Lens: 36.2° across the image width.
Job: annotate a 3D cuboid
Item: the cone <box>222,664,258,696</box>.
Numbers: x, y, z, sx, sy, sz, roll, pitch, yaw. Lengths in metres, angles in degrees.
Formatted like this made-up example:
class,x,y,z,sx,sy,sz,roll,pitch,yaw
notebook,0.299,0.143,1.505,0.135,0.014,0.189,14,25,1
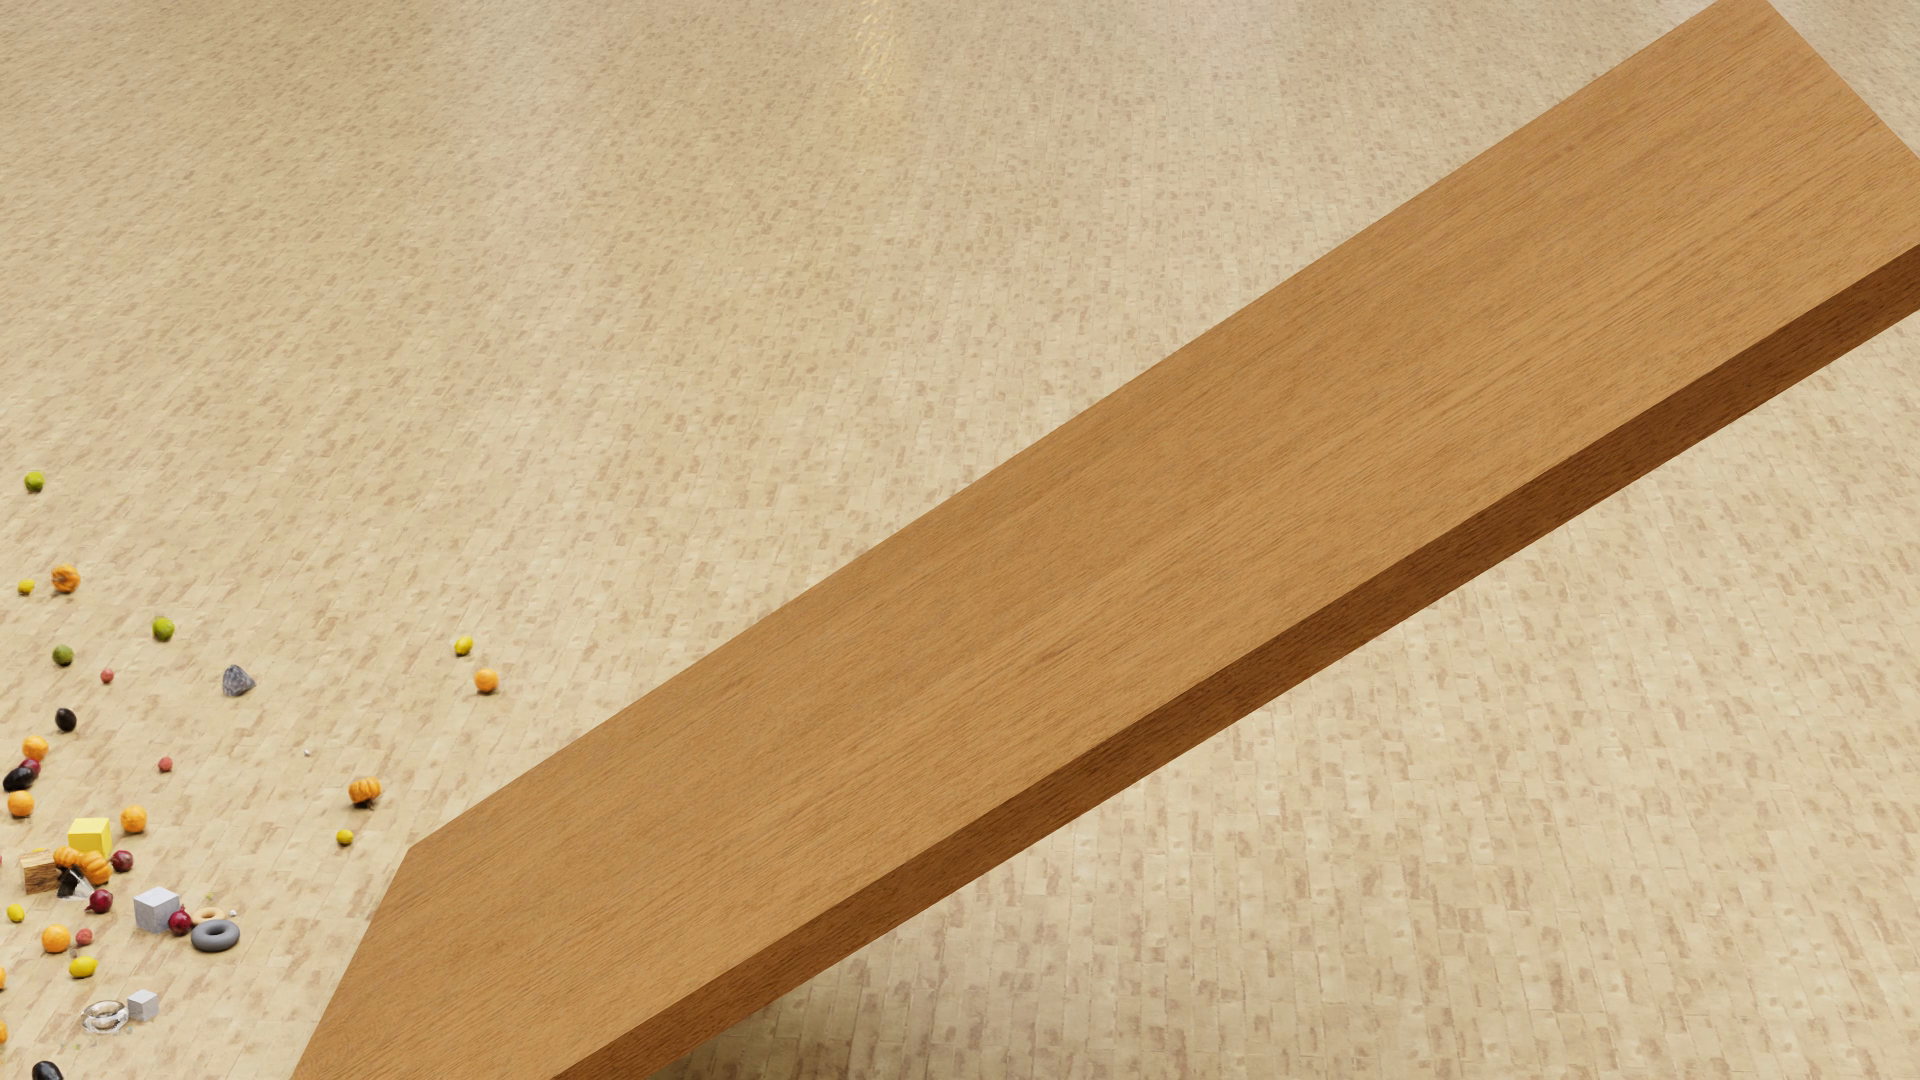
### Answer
class,x,y,z,sx,sy,sz,roll,pitch,yaw
cone,-2.157,0.431,8.876,0.097,0.097,0.097,19,2,39

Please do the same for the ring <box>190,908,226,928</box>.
class,x,y,z,sx,sy,sz,roll,pitch,yaw
ring,-1.926,0.970,7.533,0.089,0.030,0.089,0,23,0

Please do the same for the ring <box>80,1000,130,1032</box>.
class,x,y,z,sx,sy,sz,roll,pitch,yaw
ring,-2.058,1.146,7.077,0.114,0.038,0.114,-1,23,0

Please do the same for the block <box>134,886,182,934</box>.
class,x,y,z,sx,sy,sz,roll,pitch,yaw
block,-2.052,0.947,7.521,0.080,0.080,0.080,15,26,34

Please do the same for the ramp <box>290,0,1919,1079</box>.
class,x,y,z,sx,sy,sz,roll,pitch,yaw
ramp,0.134,0.175,6.309,4.000,0.100,2.000,-33,16,15

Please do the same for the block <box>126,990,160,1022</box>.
class,x,y,z,sx,sy,sz,roll,pitch,yaw
block,-1.974,1.125,7.110,0.051,0.051,0.051,12,25,29

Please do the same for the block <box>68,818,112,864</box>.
class,x,y,z,sx,sy,sz,roll,pitch,yaw
block,-2.328,0.804,7.871,0.088,0.088,0.088,-1,22,-2

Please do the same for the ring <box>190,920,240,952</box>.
class,x,y,z,sx,sy,sz,roll,pitch,yaw
ring,-1.884,1.000,7.442,0.123,0.041,0.123,1,23,0

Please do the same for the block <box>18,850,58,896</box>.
class,x,y,z,sx,sy,sz,roll,pitch,yaw
block,-2.418,0.871,7.714,0.080,0.080,0.080,-10,24,-24

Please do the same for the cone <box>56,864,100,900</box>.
class,x,y,z,sx,sy,sz,roll,pitch,yaw
cone,-2.280,0.912,7.657,0.100,0.100,0.100,29,24,0
